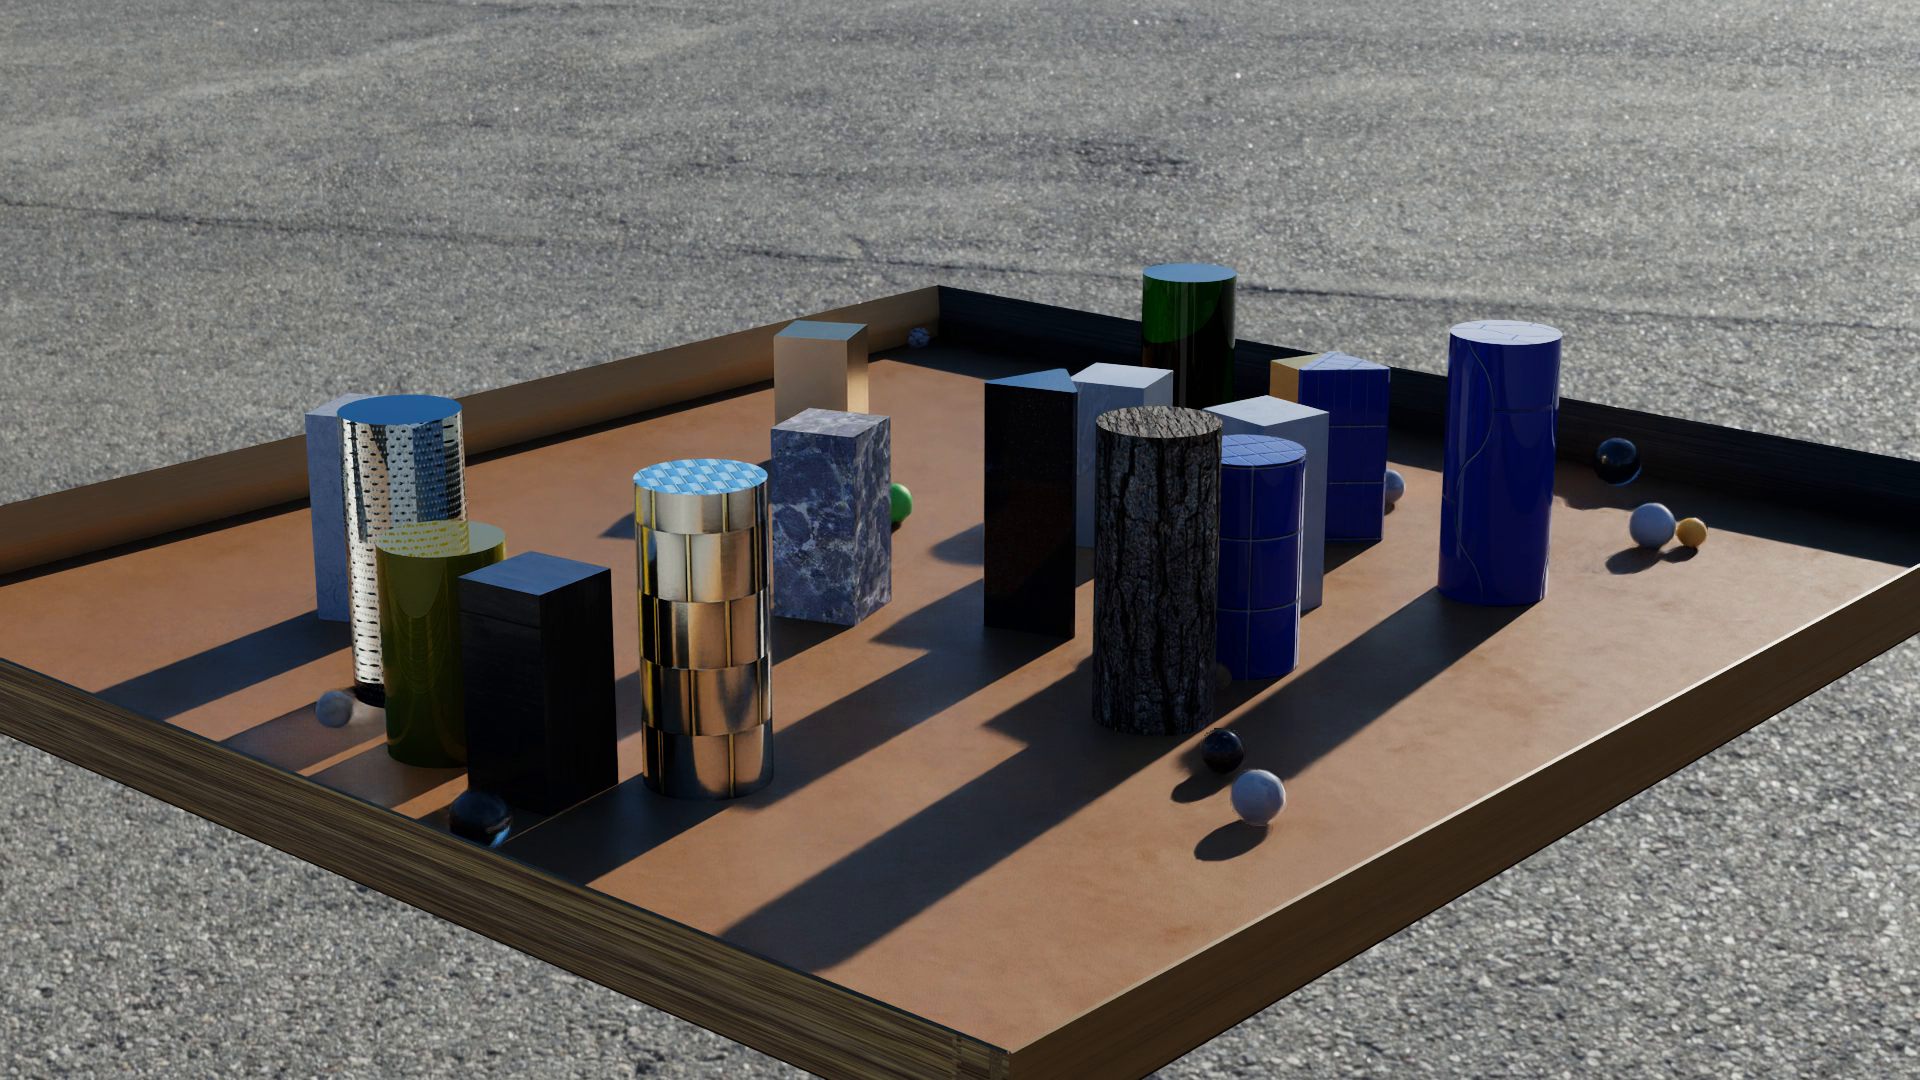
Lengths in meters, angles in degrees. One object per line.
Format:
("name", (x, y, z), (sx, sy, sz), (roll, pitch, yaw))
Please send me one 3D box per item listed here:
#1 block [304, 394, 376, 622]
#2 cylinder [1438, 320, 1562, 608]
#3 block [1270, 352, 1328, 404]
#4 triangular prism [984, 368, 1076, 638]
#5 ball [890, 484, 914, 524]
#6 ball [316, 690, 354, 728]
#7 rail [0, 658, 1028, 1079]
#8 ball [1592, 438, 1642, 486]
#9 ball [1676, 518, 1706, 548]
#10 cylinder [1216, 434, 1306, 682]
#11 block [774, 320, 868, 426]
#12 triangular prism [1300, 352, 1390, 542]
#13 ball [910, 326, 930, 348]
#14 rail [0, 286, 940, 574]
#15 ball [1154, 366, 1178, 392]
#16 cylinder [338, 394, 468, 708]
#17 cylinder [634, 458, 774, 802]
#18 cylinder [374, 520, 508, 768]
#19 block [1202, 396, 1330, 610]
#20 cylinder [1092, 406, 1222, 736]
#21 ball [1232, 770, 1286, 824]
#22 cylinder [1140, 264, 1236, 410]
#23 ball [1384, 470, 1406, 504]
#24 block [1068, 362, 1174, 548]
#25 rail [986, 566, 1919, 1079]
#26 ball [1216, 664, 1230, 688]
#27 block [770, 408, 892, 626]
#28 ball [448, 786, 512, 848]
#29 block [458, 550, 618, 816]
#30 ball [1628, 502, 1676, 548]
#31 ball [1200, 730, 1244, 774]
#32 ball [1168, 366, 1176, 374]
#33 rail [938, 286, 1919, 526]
("block", (-0.999, -0.053, 4.993), (0.152, 0.360, 0.152), (5, 17, 16))
("cylinder", (0.934, -0.133, 5.081), (0.190, 0.464, 0.190), (0, 17, 0))
("block", (0.707, -0.216, 5.705), (0.152, 0.260, 0.152), (-9, 19, -28))
("triangular prism", (0.144, -0.067, 4.931), (0.165, 0.423, 0.143), (8, 18, 24))
("ball", (-0.125, -0.069, 5.540), (0.075, 0.075, 0.075), (0, 17, 0))
("ball", (-0.956, 0.258, 4.488), (0.057, 0.057, 0.057), (0, 17, 0))
("rail", (-0.960, 0.351, 4.062), (2.725, 0.124, 0.045), (14, 22, 39))
("ball", (1.298, -0.155, 5.790), (0.095, 0.095, 0.095), (0, 17, 0))
("ball", (1.346, -0.014, 5.394), (0.054, 0.054, 0.054), (0, 17, 0))
("cylinder", (0.457, 0.027, 4.732), (0.190, 0.358, 0.190), (0, 17, 0))
("block", (-0.280, -0.293, 5.941), (0.152, 0.271, 0.152), (4, 17, 13))
("triangular prism", (0.698, -0.175, 5.453), (0.165, 0.328, 0.143), (-1, 17, -3))
("ball", (-0.095, -0.479, 6.939), (0.051, 0.051, 0.051), (0, 17, 0))
("rail", (-1.011, -0.223, 5.961), (0.045, 0.124, 2.977), (14, 22, 39))
("ball", (0.444, -0.349, 6.473), (0.071, 0.071, 0.071), (0, 17, 0))
("cylinder", (-0.865, 0.018, 4.590), (0.190, 0.458, 0.190), (0, 17, 0))
("cylinder", (-0.368, 0.128, 4.226), (0.190, 0.457, 0.190), (0, 17, 0))
("cylinder", (-0.765, 0.154, 4.368), (0.190, 0.326, 0.190), (0, 17, 0))
("block", (0.519, -0.056, 5.030), (0.152, 0.344, 0.152), (-13, 21, -36))
("cylinder", (0.300, 0.046, 4.476), (0.190, 0.469, 0.190), (0, 17, 0))
("ball", (0.419, 0.360, 4.117), (0.076, 0.076, 0.076), (0, 17, 0))
("cylinder", (0.464, -0.359, 5.974), (0.190, 0.379, 0.190), (0, 17, 0))
("ball", (0.826, -0.103, 5.665), (0.067, 0.067, 0.067), (0, 17, 0))
("block", (0.292, -0.153, 5.408), (0.152, 0.311, 0.152), (7, 18, 23))
("rail", (1.011, 0.285, 4.280), (0.045, 0.124, 2.977), (14, 22, 39))
("ball", (0.408, 0.216, 4.656), (0.040, 0.040, 0.040), (0, 17, 0))
("block", (-0.218, -0.041, 5.005), (0.152, 0.330, 0.152), (7, 18, 22))
("ball", (-0.659, 0.382, 4.026), (0.087, 0.087, 0.087), (0, 17, 0))
("block", (-0.602, 0.203, 4.199), (0.152, 0.328, 0.152), (11, 20, 32))
("ball", (1.270, -0.026, 5.379), (0.085, 0.085, 0.085), (0, 17, 0))
("ball", (0.385, 0.310, 4.303), (0.064, 0.064, 0.064), (0, 17, 0))
("ball", (0.461, -0.367, 6.574), (0.047, 0.047, 0.047), (0, 17, 0))
("rail", (0.960, -0.289, 6.180), (2.725, 0.124, 0.045), (14, 22, 39))
